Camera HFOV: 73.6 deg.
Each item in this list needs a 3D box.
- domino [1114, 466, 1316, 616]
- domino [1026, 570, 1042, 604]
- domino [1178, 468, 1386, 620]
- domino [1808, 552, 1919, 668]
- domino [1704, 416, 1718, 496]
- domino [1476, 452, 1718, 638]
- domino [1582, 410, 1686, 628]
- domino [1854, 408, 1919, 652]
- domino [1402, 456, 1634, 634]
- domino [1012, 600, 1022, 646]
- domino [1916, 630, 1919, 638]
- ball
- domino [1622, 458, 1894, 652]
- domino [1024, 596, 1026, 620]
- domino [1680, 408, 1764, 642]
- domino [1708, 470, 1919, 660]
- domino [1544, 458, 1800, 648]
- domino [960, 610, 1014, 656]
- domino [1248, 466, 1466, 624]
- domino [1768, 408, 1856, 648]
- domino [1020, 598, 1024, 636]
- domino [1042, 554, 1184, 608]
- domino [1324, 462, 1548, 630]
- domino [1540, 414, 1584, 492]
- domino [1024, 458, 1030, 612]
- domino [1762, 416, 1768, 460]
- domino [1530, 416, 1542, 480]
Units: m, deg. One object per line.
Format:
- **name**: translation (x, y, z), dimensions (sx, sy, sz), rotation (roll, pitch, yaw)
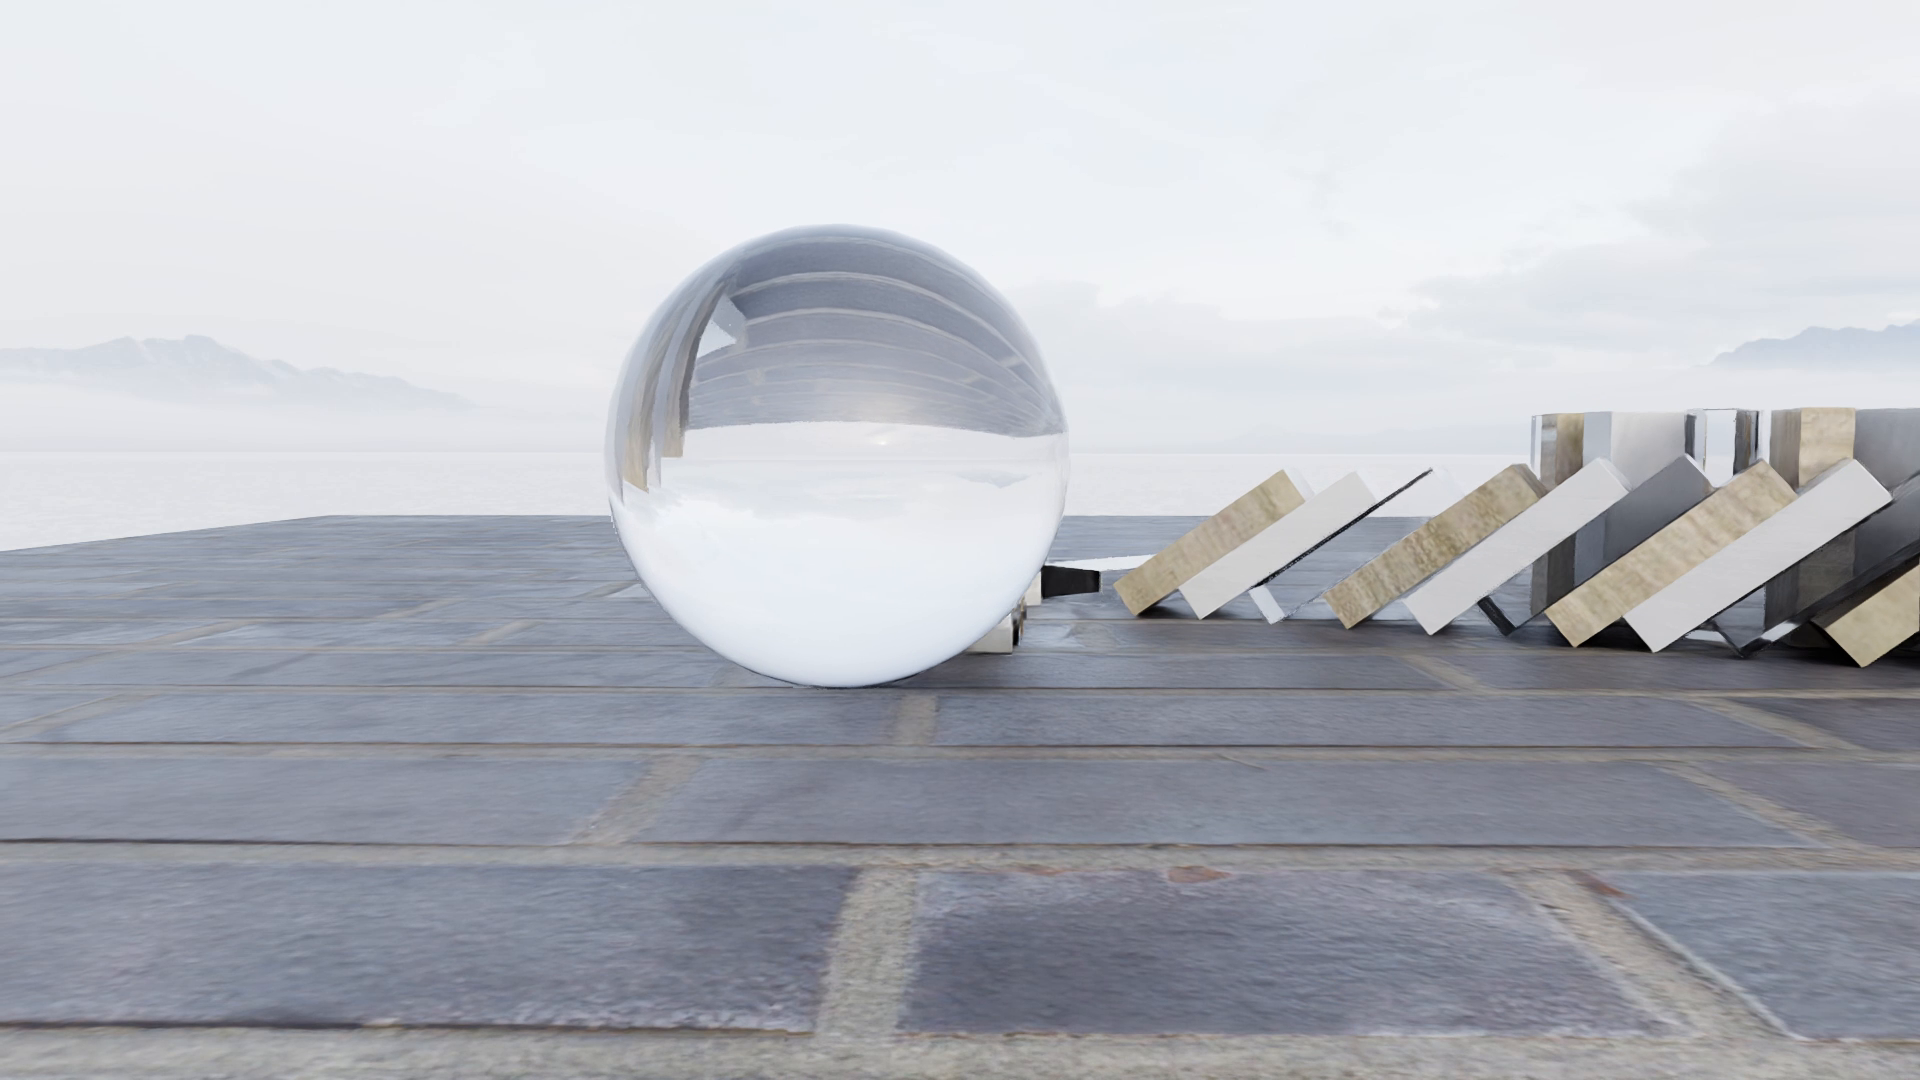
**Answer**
- **domino**: translation (0.064, 0.000, 0.320), dimensions (0.050, 0.010, 0.025), rotation (-36, -9, 20)
- **domino**: translation (0.006, 0.011, 0.363), dimensions (0.025, 0.009, 0.050), rotation (-1, 4, -8)
- **domino**: translation (0.079, 0.001, 0.314), dimensions (0.050, 0.009, 0.025), rotation (-36, -9, 20)
- **domino**: translation (0.191, 0.004, 0.247), dimensions (0.050, 0.010, 0.025), rotation (-44, -14, 21)
- **domino**: translation (0.195, -0.009, 0.357), dimensions (0.009, 0.050, 0.025), rotation (-1, 4, -17)
- **domino**: translation (0.137, 0.001, 0.277), dimensions (0.050, 0.009, 0.025), rotation (-43, -17, 26)
- **domino**: translation (0.161, -0.005, 0.303), dimensions (0.025, 0.050, 0.009), rotation (-1, 4, -11)
- **domino**: translation (0.200, -0.003, 0.274), dimensions (0.009, 0.050, 0.025), rotation (0, 4, -2)
- **domino**: translation (0.124, 0.001, 0.286), dimensions (0.050, 0.009, 0.025), rotation (-43, -17, 26)
- **domino**: translation (0.001, 0.000, 0.284), dimensions (0.025, 0.050, 0.009), rotation (0, -39, 5)
- **domino**: translation (0.207, 0.003, 0.242), dimensions (0.010, 0.050, 0.025), rotation (47, 18, 11)
- **ball**: translation (-0.021, -0.014, 0.224), dimensions (0.080, 0.080, 0.080), rotation (0, 4, 0)
- **domino**: translation (0.161, 0.003, 0.262), dimensions (0.050, 0.009, 0.025), rotation (-43, -17, 26)
- **domino**: translation (0.005, -0.003, 0.323), dimensions (0.025, 0.050, 0.010), rotation (0, -39, 5)
- **domino**: translation (0.170, -0.004, 0.286), dimensions (0.010, 0.050, 0.025), rotation (4, 6, 44)
- **domino**: translation (0.175, 0.004, 0.254), dimensions (0.050, 0.010, 0.025), rotation (-42, -16, 25)
- **domino**: translation (0.148, 0.003, 0.269), dimensions (0.050, 0.010, 0.025), rotation (-43, -17, 26)
- **domino**: translation (-0.001, 0.001, 0.271), dimensions (0.025, 0.050, 0.009), rotation (0, -39, 5)
- **domino**: translation (0.095, 0.001, 0.305), dimensions (0.050, 0.010, 0.025), rotation (-38, -13, 25)
- **domino**: translation (0.184, -0.003, 0.278), dimensions (0.009, 0.050, 0.025), rotation (2, 5, 20)
- **domino**: translation (0.003, -0.001, 0.297), dimensions (0.025, 0.050, 0.010), rotation (0, -39, 5)
- **domino**: translation (0.048, 0.011, 0.360), dimensions (0.050, 0.010, 0.025), rotation (-3, 6, -39)
- **domino**: translation (0.110, 0.001, 0.295), dimensions (0.050, 0.010, 0.025), rotation (-40, -16, 26)
- **domino**: translation (0.160, -0.007, 0.321), dimensions (0.025, 0.050, 0.010), rotation (0, 4, 3)
- **domino**: translation (0.005, -0.002, 0.339), dimensions (0.025, 0.010, 0.050), rotation (1, 43, 5)
- **domino**: translation (0.213, -0.009, 0.360), dimensions (0.010, 0.050, 0.025), rotation (0, 4, 1)
- **domino**: translation (0.164, -0.008, 0.338), dimensions (0.025, 0.050, 0.010), rotation (3, 5, 35)
